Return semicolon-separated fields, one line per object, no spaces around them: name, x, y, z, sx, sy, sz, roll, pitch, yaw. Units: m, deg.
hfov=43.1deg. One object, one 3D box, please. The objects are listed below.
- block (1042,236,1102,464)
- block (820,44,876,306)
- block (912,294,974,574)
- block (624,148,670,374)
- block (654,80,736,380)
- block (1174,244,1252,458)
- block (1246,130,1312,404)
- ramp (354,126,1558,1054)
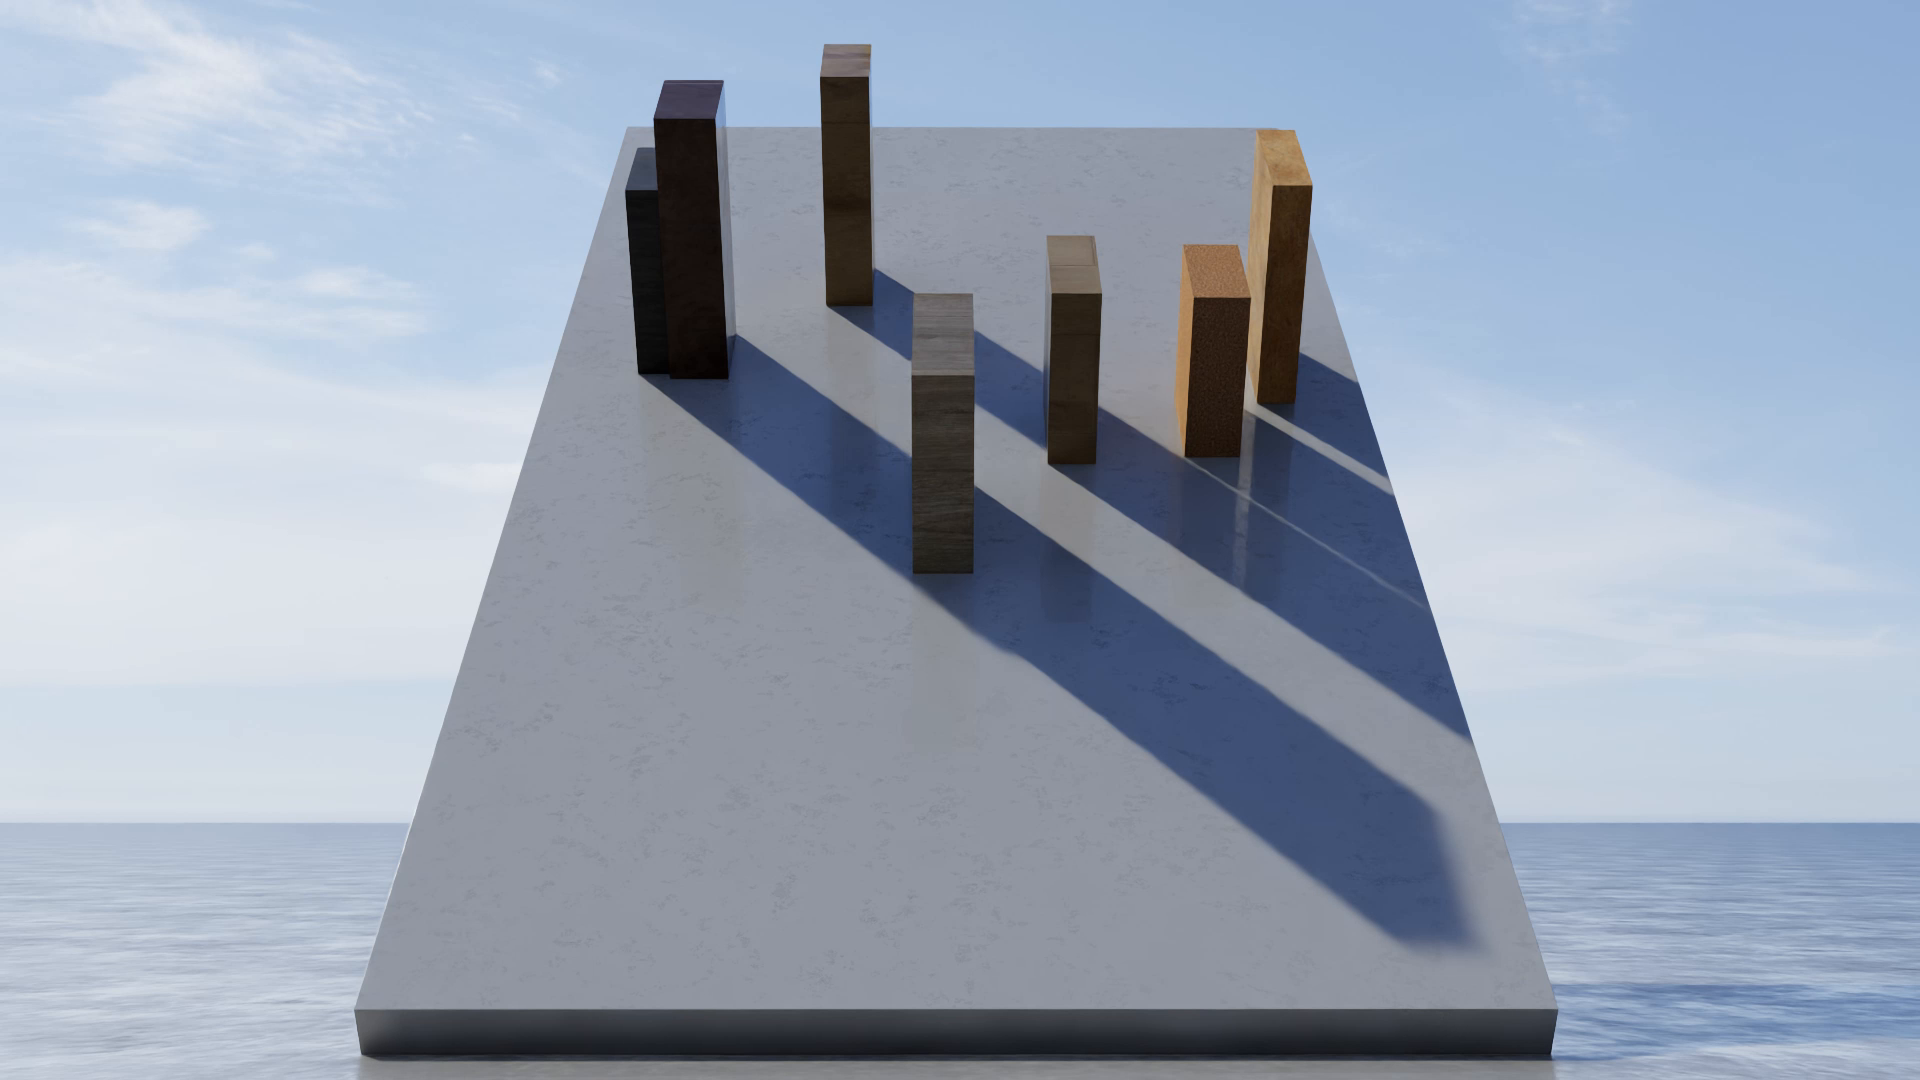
block;0.259;-0.445;5.660;0.112;0.434;0.320;0;31;0
block;-0.289;-0.944;6.305;0.122;0.628;0.241;0;31;0
block;-0.036;-0.234;5.263;0.130;0.477;0.395;0;31;0
block;-0.739;-0.691;6.014;0.118;0.489;0.272;0;31;0
block;-0.644;-0.755;5.936;0.145;0.679;0.258;0;31;0
block;0.588;-0.444;5.686;0.129;0.409;0.293;0;31;0
block;0.767;-0.665;5.903;0.093;0.568;0.349;0;31;0
ramp;-0.014;-0.202;5.774;2.000;0.100;4.000;0;31;0
